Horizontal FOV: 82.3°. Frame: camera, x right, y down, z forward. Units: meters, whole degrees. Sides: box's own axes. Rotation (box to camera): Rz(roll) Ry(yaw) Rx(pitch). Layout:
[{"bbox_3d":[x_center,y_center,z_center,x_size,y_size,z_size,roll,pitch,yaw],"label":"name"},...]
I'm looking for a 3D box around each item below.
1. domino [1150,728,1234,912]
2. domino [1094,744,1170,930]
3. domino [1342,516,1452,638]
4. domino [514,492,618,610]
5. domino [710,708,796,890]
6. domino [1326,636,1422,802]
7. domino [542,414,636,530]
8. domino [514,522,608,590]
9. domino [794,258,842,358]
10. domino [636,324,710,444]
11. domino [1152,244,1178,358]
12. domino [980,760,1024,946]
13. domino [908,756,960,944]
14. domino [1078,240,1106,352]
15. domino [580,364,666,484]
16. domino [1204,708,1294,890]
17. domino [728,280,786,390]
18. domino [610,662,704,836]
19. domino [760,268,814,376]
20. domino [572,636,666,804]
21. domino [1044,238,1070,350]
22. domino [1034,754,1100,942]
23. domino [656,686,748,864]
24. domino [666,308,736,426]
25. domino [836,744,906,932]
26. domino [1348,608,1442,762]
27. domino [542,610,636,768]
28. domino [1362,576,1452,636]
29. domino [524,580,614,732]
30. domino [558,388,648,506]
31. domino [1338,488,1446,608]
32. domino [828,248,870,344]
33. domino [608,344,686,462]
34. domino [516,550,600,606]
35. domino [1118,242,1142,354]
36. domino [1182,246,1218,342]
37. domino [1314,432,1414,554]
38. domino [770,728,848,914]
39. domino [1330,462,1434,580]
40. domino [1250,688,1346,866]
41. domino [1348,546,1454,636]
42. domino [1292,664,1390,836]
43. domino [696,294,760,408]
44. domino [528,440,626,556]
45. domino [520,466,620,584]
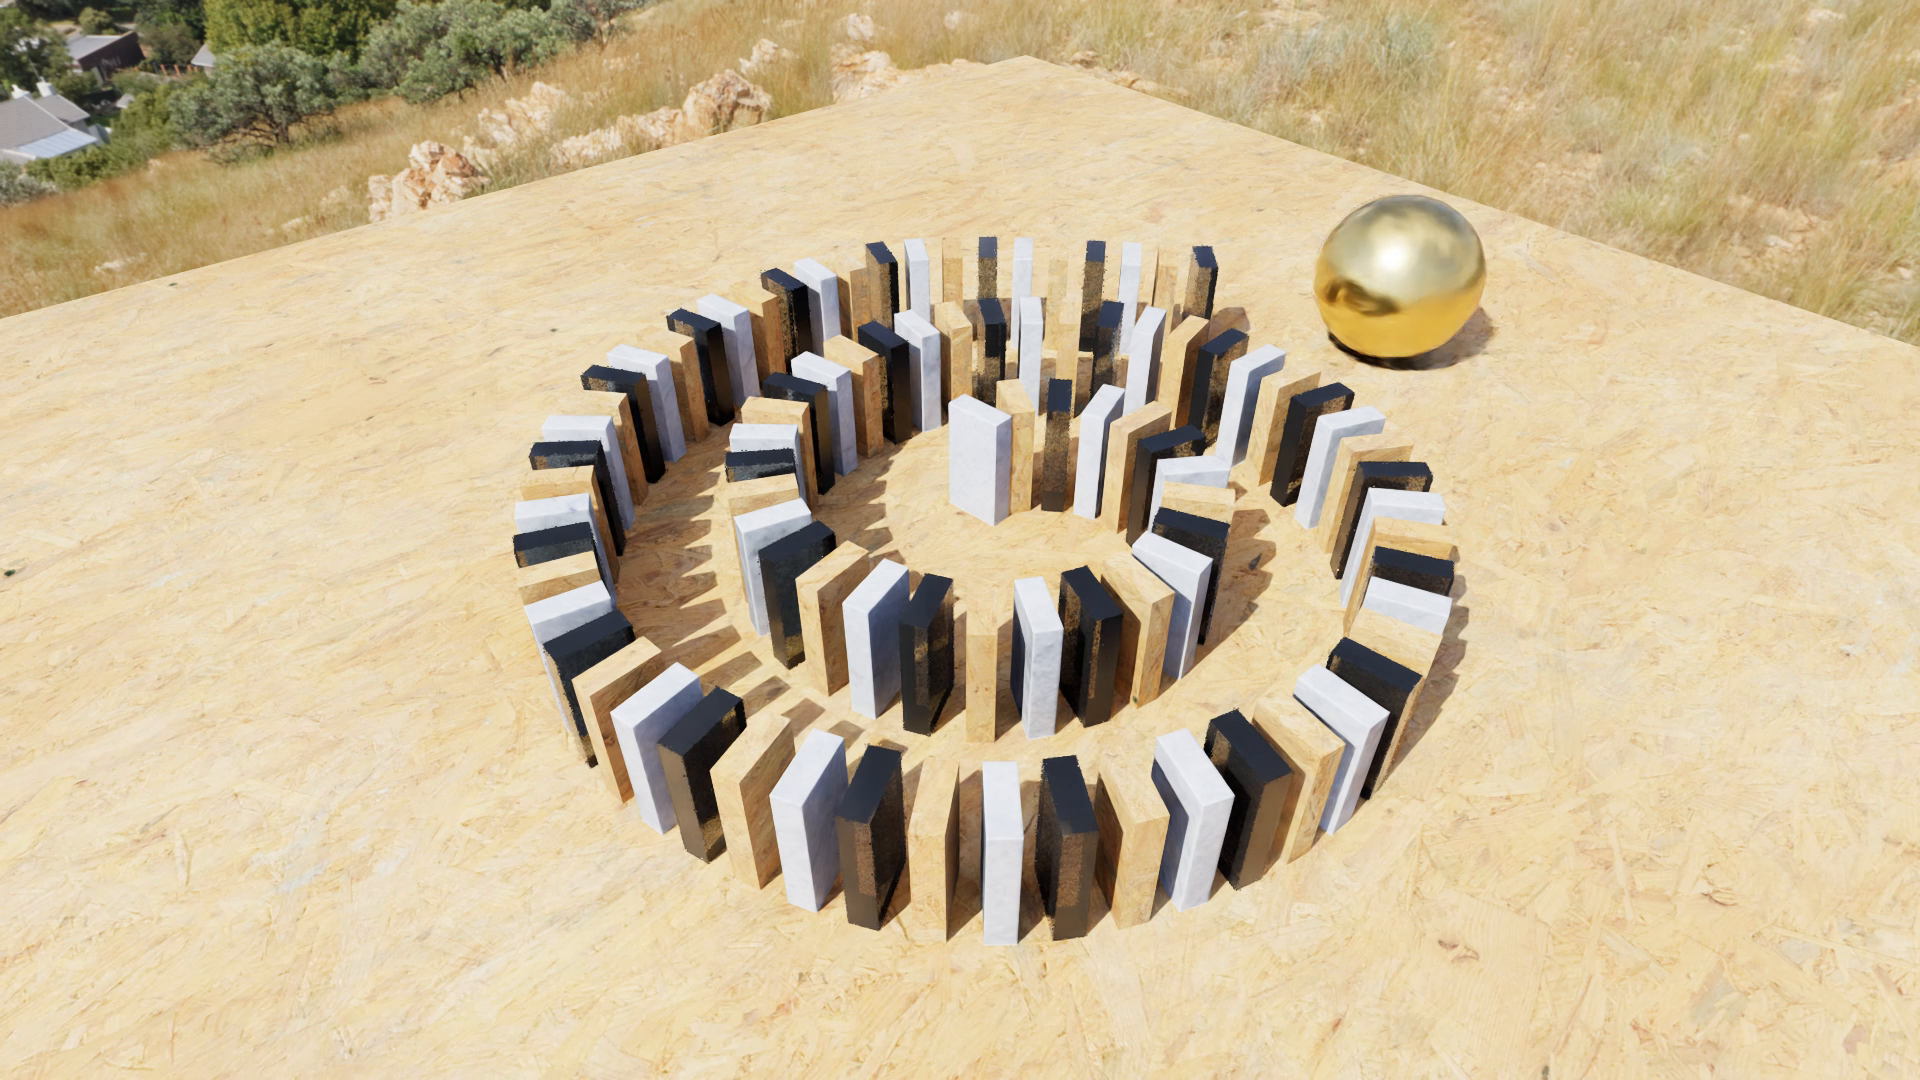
[{"bbox_3d":[0.064,0.080,0.313,0.010,0.050,0.025,-13,41,-16],"label":"domino"},{"bbox_3d":[0.047,0.084,0.309,0.010,0.050,0.025,-10,40,-12],"label":"domino"},{"bbox_3d":[0.155,0.016,0.392,0.025,0.050,0.010,9,40,11],"label":"domino"},{"bbox_3d":[-0.143,0.007,0.403,0.025,0.050,0.010,-8,40,-10],"label":"domino"},{"bbox_3d":[-0.058,0.076,0.319,0.009,0.050,0.025,18,43,20],"label":"domino"},{"bbox_3d":[0.124,0.056,0.343,0.025,0.050,0.009,29,48,31],"label":"domino"},{"bbox_3d":[-0.149,-0.027,0.444,0.025,0.050,0.010,1,39,1],"label":"domino"},{"bbox_3d":[-0.139,0.018,0.389,0.025,0.050,0.009,-12,41,-14],"label":"domino"},{"bbox_3d":[-0.070,-0.112,0.549,0.010,0.050,0.025,-25,46,-27],"label":"domino"},{"bbox_3d":[-0.129,-0.070,0.497,0.025,0.050,0.009,20,43,23],"label":"domino"},{"bbox_3d":[0.103,-0.122,0.560,0.009,0.050,0.025,5,40,6],"label":"domino"},{"bbox_3d":[0.011,0.087,0.305,0.009,0.050,0.025,-1,39,-1],"label":"domino"},{"bbox_3d":[-0.007,0.087,0.306,0.009,0.050,0.025,6,40,7],"label":"domino"},{"bbox_3d":[0.068,-0.125,0.564,0.009,0.050,0.025,5,40,6],"label":"domino"},{"bbox_3d":[-0.144,-0.049,0.471,0.025,0.050,0.010,11,41,13],"label":"domino"},{"bbox_3d":[0.080,0.076,0.319,0.009,0.050,0.025,-17,42,-20],"label":"domino"},{"bbox_3d":[-0.097,-0.097,0.530,0.025,0.050,0.009,31,48,32],"label":"domino"},{"bbox_3d":[-0.088,0.064,0.334,0.010,0.050,0.025,25,46,28],"label":"domino"},{"bbox_3d":[-0.084,-0.105,0.540,0.010,0.050,0.025,-30,48,-31],"label":"domino"},{"bbox_3d":[-0.102,0.057,0.342,0.010,0.050,0.025,30,48,32],"label":"domino"},{"bbox_3d":[0.050,-0.126,0.565,0.010,0.050,0.025,4,39,5],"label":"domino"},{"bbox_3d":[0.029,0.086,0.306,0.010,0.050,0.025,-6,40,-7],"label":"domino"},{"bbox_3d":[-0.073,0.070,0.326,0.009,0.050,0.025,21,44,24],"label":"domino"},{"bbox_3d":[-0.120,-0.079,0.508,0.025,0.050,0.010,24,45,26],"label":"domino"},{"bbox_3d":[-0.024,0.084,0.309,0.010,0.050,0.025,10,40,12],"label":"domino"},{"bbox_3d":[0.134,0.047,0.354,0.025,0.050,0.009,22,44,24],"label":"domino"},{"bbox_3d":[-0.114,0.048,0.353,0.025,0.050,0.009,-27,47,-29],"label":"domino"},{"bbox_3d":[0.143,0.037,0.366,0.025,0.050,0.009,17,42,19],"label":"domino"},{"bbox_3d":[-0.124,0.039,0.364,0.025,0.050,0.009,-20,43,-23],"label":"domino"},{"bbox_3d":[-0.148,-0.038,0.458,0.025,0.050,0.009,5,40,6],"label":"domino"},{"bbox_3d":[0.159,0.005,0.406,0.025,0.050,0.010,5,40,6],"label":"domino"},{"bbox_3d":[-0.055,-0.119,0.556,0.010,0.050,0.025,-20,43,-23],"label":"domino"},{"bbox_3d":[-0.137,-0.060,0.484,0.025,0.050,0.010,16,42,19],"label":"domino"},{"bbox_3d":[-0.132,0.029,0.376,0.025,0.050,0.009,-15,42,-18],"label":"domino"},{"bbox_3d":[0.085,-0.123,0.562,0.010,0.050,0.025,5,40,6],"label":"domino"},{"bbox_3d":[0.121,-0.121,0.559,0.009,0.050,0.025,1,39,1],"label":"domino"},{"bbox_3d":[0.159,-0.018,0.434,0.025,0.050,0.010,-7,40,-8],"label":"domino"},{"bbox_3d":[-0.041,0.080,0.313,0.009,0.050,0.025,14,41,17],"label":"domino"},{"bbox_3d":[0.160,-0.007,0.420,0.025,0.050,0.009,0,39,0],"label":"domino"},{"bbox_3d":[0.096,0.070,0.326,0.009,0.050,0.025,-21,44,-24],"label":"domino"},{"bbox_3d":[0.150,0.027,0.379,0.025,0.050,0.009,13,41,15],"label":"domino"},{"bbox_3d":[0.111,0.064,0.333,0.010,0.050,0.025,-27,46,-29],"label":"domino"},{"bbox_3d":[-0.109,-0.089,0.520,0.025,0.050,0.010,27,46,29],"label":"domino"},{"bbox_3d":[-0.149,-0.015,0.430,0.025,0.050,0.010,-2,39,-3],"label":"domino"},{"bbox_3d":[-0.147,-0.004,0.416,0.025,0.050,0.009,-6,40,-7],"label":"domino"}]
